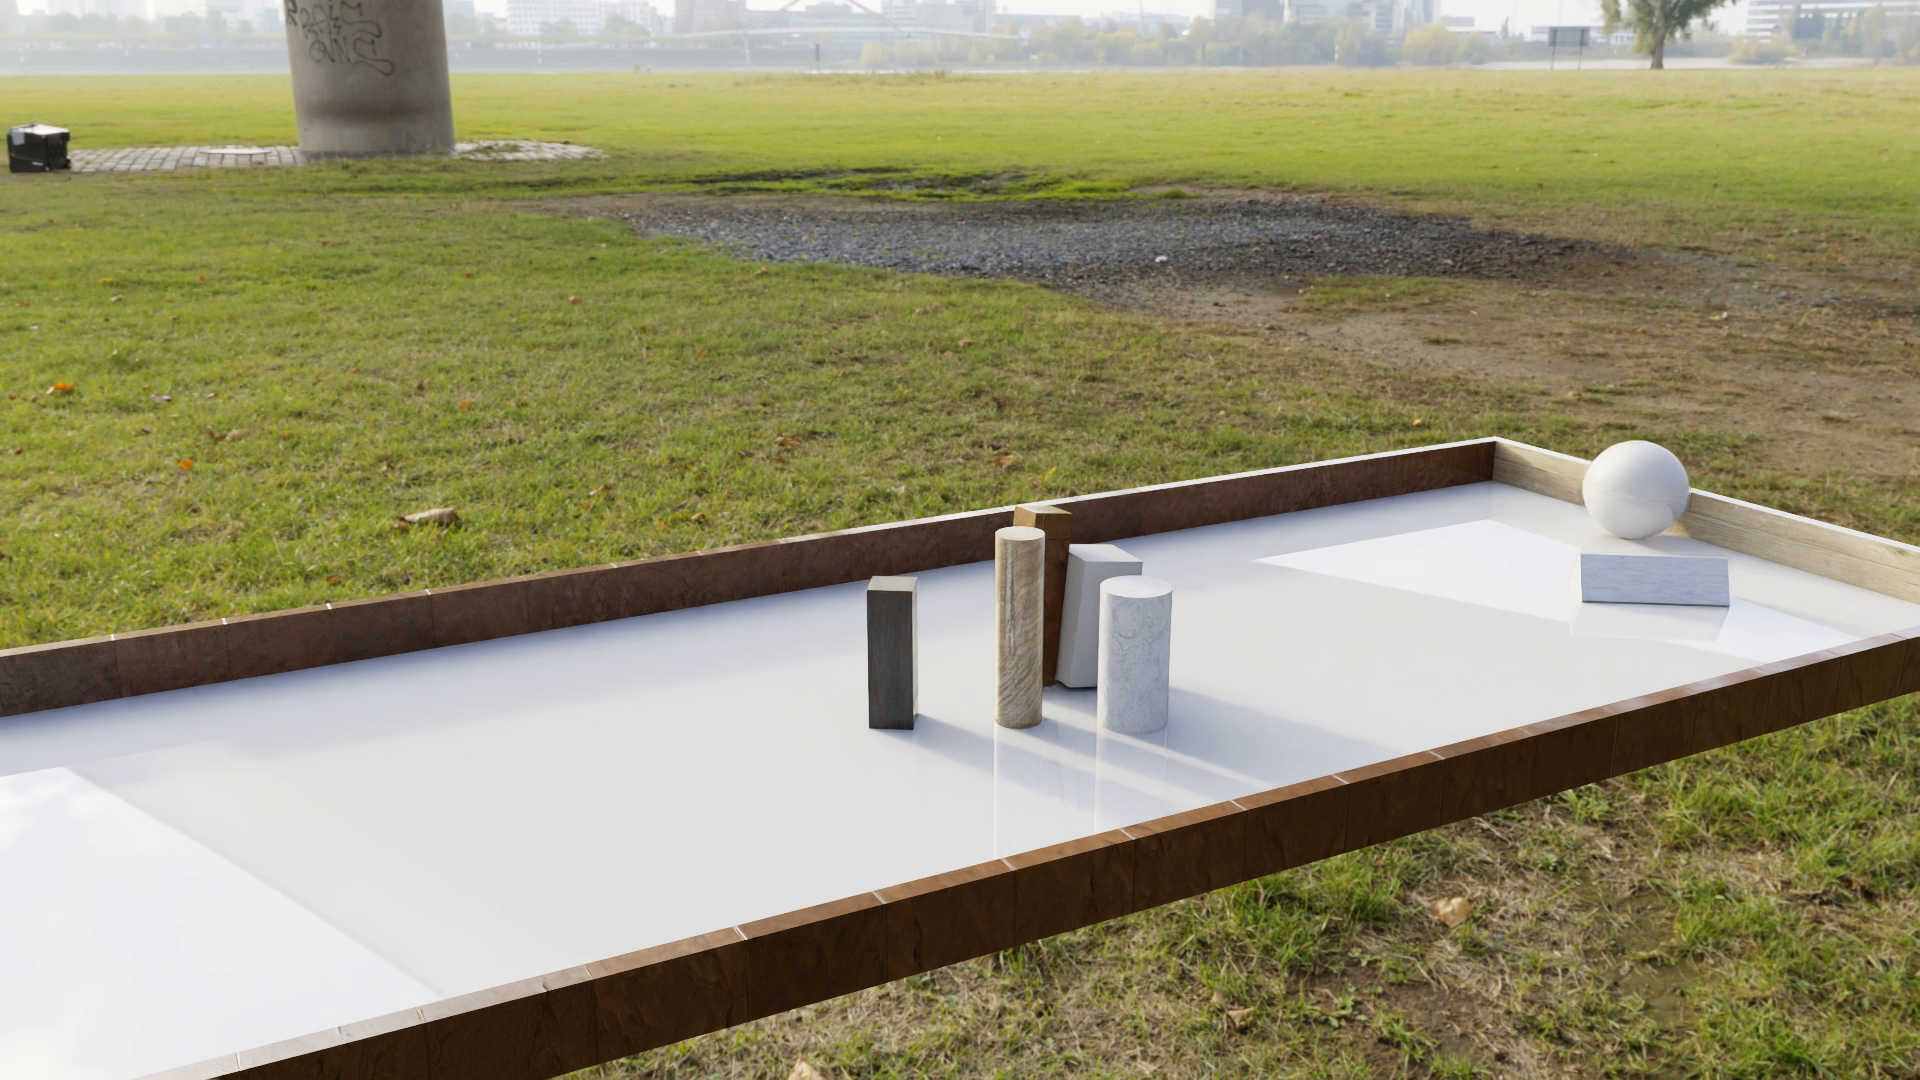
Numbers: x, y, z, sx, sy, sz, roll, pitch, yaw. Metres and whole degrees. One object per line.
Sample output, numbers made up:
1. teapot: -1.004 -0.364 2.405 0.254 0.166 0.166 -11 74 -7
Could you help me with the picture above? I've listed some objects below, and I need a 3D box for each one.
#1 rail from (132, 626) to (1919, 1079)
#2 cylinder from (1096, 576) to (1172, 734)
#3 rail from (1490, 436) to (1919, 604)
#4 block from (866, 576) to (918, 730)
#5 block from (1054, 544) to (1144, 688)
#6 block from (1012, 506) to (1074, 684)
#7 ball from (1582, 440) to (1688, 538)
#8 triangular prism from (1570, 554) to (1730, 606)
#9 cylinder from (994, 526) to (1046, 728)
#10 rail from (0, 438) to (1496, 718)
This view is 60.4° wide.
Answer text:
1. rail: -2.336 1.006 1.665 12.000 0.150 0.050 -9 18 -27
2. cylinder: 0.407 0.267 3.854 0.166 0.334 0.166 0 16 0
3. rail: 2.466 -0.048 5.253 0.050 0.150 2.100 -9 18 -27
4. block: -0.156 0.264 3.853 0.105 0.341 0.105 1 16 5
5. block: 0.327 0.187 4.119 0.160 0.321 0.160 0 15 -25
6. block: 0.186 0.136 4.098 0.105 0.431 0.105 1 11 -28
7. ball: 2.189 -0.164 5.347 0.318 0.318 0.318 0 16 0
8. triangular prism: 1.997 0.103 4.771 0.409 0.124 0.143 2 17 6
9. cylinder: 0.138 0.205 3.842 0.114 0.459 0.114 0 16 0
10. rail: -3.305 0.497 3.399 12.000 0.150 0.050 -9 18 -27
